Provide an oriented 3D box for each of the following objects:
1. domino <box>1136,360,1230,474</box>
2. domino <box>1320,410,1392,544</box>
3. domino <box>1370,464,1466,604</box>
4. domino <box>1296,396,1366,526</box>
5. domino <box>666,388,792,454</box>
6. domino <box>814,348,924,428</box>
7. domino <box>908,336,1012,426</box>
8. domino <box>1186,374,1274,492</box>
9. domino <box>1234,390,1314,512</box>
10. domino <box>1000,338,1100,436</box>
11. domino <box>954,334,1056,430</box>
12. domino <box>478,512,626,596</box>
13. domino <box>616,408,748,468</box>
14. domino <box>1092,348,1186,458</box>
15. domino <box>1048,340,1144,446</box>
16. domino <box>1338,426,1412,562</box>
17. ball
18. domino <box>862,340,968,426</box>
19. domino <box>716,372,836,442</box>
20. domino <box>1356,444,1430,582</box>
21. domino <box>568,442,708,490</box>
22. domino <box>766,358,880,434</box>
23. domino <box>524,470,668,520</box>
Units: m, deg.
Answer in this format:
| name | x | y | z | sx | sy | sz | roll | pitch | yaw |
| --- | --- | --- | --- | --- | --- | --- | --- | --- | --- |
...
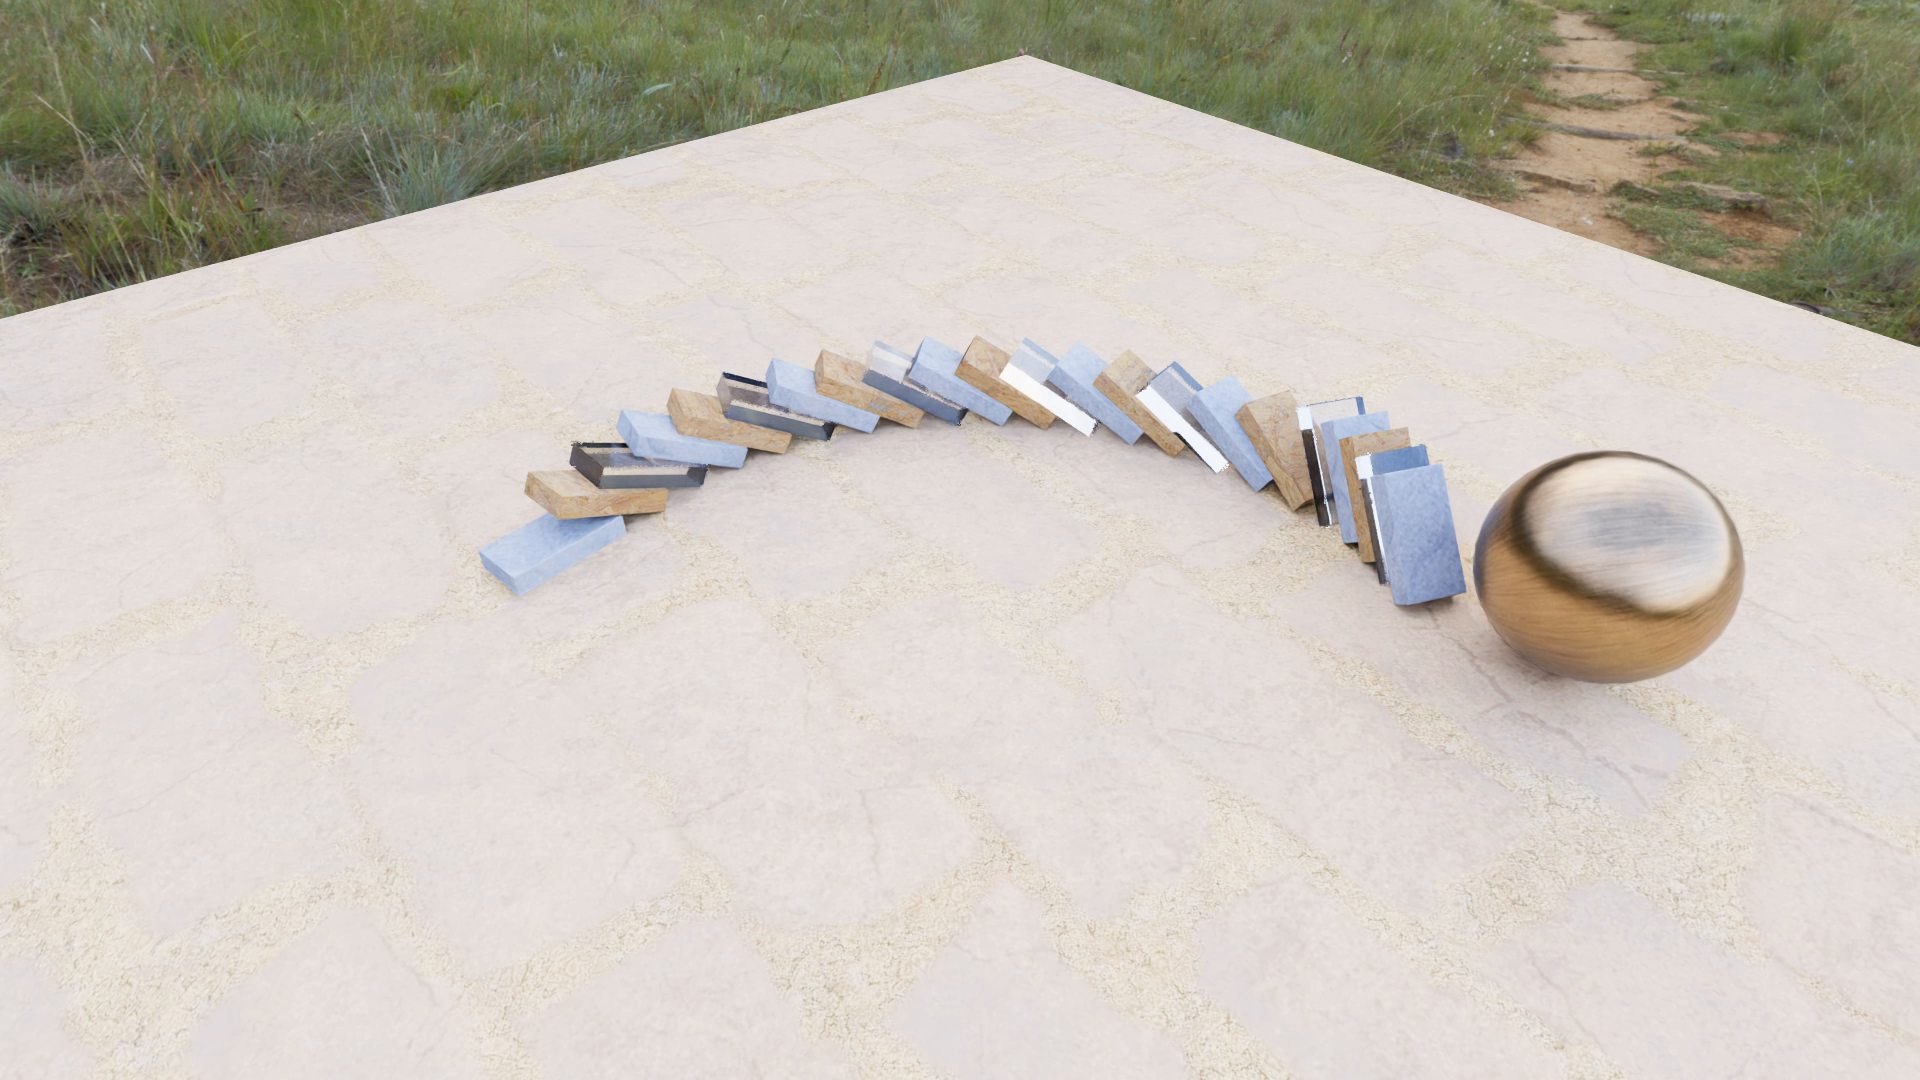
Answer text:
| name | x | y | z | sx | sy | sz | roll | pitch | yaw |
| --- | --- | --- | --- | --- | --- | --- | --- | --- | --- |
| domino | 0.106 | -0.055 | 0.494 | 0.050 | 0.009 | 0.025 | 46 | 53 | 8 |
| domino | 0.165 | -0.026 | 0.448 | 0.025 | 0.050 | 0.009 | -10 | -1 | -12 |
| domino | 0.175 | -0.002 | 0.419 | 0.025 | 0.050 | 0.009 | -10 | -1 | -12 |
| domino | 0.158 | -0.033 | 0.456 | 0.025 | 0.050 | 0.009 | -10 | -1 | -12 |
| domino | -0.103 | -0.053 | 0.491 | 0.050 | 0.009 | 0.025 | 9 | 31 | -34 |
| domino | -0.042 | -0.070 | 0.512 | 0.050 | 0.010 | 0.025 | 18 | 34 | -22 |
| domino | 0.002 | -0.075 | 0.518 | 0.050 | 0.009 | 0.025 | 27 | 39 | -11 |
| domino | 0.125 | -0.047 | 0.484 | 0.025 | 0.009 | 0.050 | -28 | 74 | -29 |
| domino | 0.142 | -0.039 | 0.473 | 0.025 | 0.010 | 0.050 | -18 | 70 | -23 |
| domino | 0.045 | -0.072 | 0.514 | 0.050 | 0.010 | 0.025 | 33 | 43 | -3 |
| domino | 0.024 | -0.074 | 0.517 | 0.050 | 0.009 | 0.025 | 30 | 41 | -7 |
| domino | -0.163 | 0.001 | 0.442 | 0.025 | 0.009 | 0.050 | 28 | 47 | 30 |
| domino | -0.121 | -0.044 | 0.480 | 0.050 | 0.010 | 0.025 | 5 | 29 | -40 |
| domino | 0.087 | -0.063 | 0.503 | 0.050 | 0.010 | 0.025 | 43 | 50 | 6 |
| domino | 0.067 | -0.068 | 0.509 | 0.050 | 0.010 | 0.025 | 39 | 47 | 2 |
| domino | 0.169 | -0.018 | 0.438 | 0.025 | 0.050 | 0.010 | -10 | -1 | -12 |
| ball | 0.220 | 0.009 | 0.377 | 0.080 | 0.080 | 0.080 | 0 | 39 | 0 |
| domino | -0.020 | -0.074 | 0.516 | 0.050 | 0.010 | 0.025 | 23 | 36 | -16 |
| domino | -0.084 | -0.060 | 0.500 | 0.050 | 0.009 | 0.025 | 11 | 32 | -30 |
| domino | 0.173 | -0.010 | 0.429 | 0.025 | 0.050 | 0.009 | -10 | -1 | -12 |
| domino | -0.136 | -0.032 | 0.466 | 0.025 | 0.010 | 0.050 | 34 | 24 | 34 |
| domino | -0.063 | -0.067 | 0.507 | 0.050 | 0.010 | 0.025 | 15 | 32 | -26 |
| domino | -0.148 | -0.020 | 0.451 | 0.025 | 0.009 | 0.050 | 30 | 22 | 31 |
